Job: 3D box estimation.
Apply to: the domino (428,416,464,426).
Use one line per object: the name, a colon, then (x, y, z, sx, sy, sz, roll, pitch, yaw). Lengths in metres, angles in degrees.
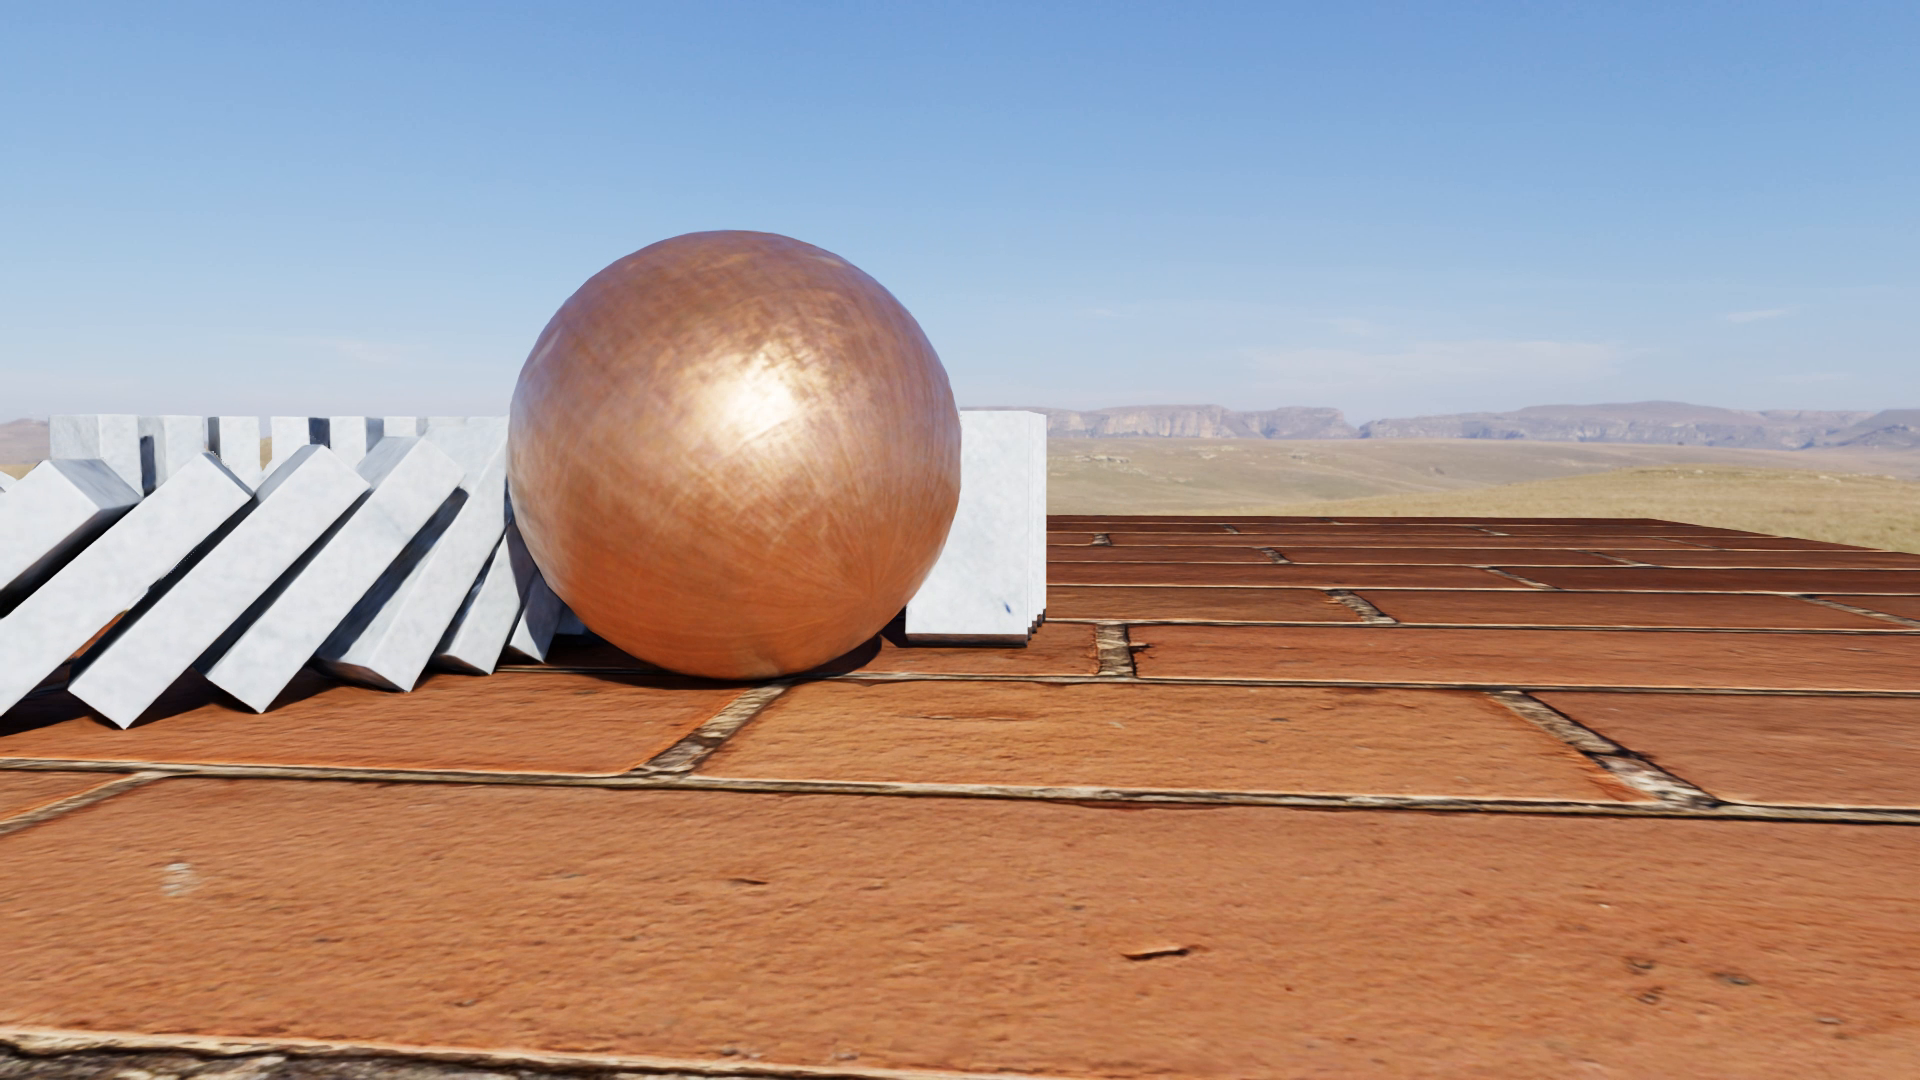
domino: (-0.138, -0.010, 0.368, 0.009, 0.050, 0.025, 2, 5, 25)

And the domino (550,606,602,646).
domino: (-0.087, -0.003, 0.276, 0.025, 0.050, 0.010, 1, -19, 10)

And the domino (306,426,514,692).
domino: (-0.099, 0.002, 0.234, 0.025, 0.050, 0.009, 3, -31, 33)

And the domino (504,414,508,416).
domino: (-0.111, -0.008, 0.347, 0.025, 0.050, 0.009, -4, 6, -43)

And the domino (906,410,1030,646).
domino: (0.002, -0.003, 0.275, 0.025, 0.050, 0.010, 0, -19, 4)

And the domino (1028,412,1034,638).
domino: (0.004, -0.004, 0.285, 0.025, 0.050, 0.009, 0, -19, 4)

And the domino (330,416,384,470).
domino: (-0.172, -0.010, 0.373, 0.009, 0.050, 0.025, 0, 4, -3)

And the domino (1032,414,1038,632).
domino: (0.005, -0.004, 0.296, 0.025, 0.050, 0.010, 0, -19, 3)

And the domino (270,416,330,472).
domino: (-0.189, -0.010, 0.370, 0.010, 0.050, 0.025, -1, 4, -14)

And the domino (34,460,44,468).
domino: (-0.287, -0.009, 0.432, 0.050, 0.010, 0.025, 41, -20, -31)

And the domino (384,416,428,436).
domino: (-0.155, -0.010, 0.372, 0.009, 0.050, 0.025, 1, 4, 8)

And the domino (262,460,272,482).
domino: (-0.227, -0.011, 0.467, 0.050, 0.009, 0.025, 36, -4, -12)

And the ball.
ball: (-0.039, -0.015, 0.230, 0.080, 0.080, 0.080, 0, 4, 0)

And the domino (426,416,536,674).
domino: (-0.093, 0.000, 0.249, 0.025, 0.050, 0.010, 2, -25, 30)

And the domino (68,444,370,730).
domino: (-0.120, 0.006, 0.208, 0.009, 0.050, 0.025, 48, -22, -27)

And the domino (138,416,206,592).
domino: (-0.217, -0.009, 0.351, 0.025, 0.050, 0.010, 3, 5, 35)

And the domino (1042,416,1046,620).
domino: (0.009, -0.006, 0.316, 0.025, 0.050, 0.010, 0, -19, 3)

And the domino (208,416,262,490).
domino: (-0.205, -0.010, 0.364, 0.010, 0.050, 0.025, -3, 5, -37)

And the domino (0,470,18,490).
domino: (-0.299, -0.008, 0.419, 0.025, 0.010, 0.050, 4, -31, 46)

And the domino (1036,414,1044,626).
domino: (0.007, -0.005, 0.306, 0.025, 0.050, 0.010, 0, -19, 3)

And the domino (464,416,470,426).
domino: (-0.124, -0.009, 0.358, 0.010, 0.050, 0.025, 3, 5, 38)

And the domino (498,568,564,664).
domino: (-0.089, -0.001, 0.260, 0.025, 0.050, 0.010, 2, -25, 25)

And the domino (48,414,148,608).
domino: (-0.226, -0.008, 0.336, 0.025, 0.050, 0.009, 2, 5, 30)

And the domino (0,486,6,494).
domino: (-0.163, 0.009, 0.181, 0.050, 0.010, 0.025, -41, 10, -5)

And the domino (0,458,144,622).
domino: (-0.147, 0.008, 0.189, 0.050, 0.010, 0.025, -44, 16, -11)

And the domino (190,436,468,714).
domino: (-0.108, 0.004, 0.219, 0.025, 0.050, 0.010, 5, -35, 51)

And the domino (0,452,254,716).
domino: (-0.133, 0.007, 0.198, 0.050, 0.010, 0.025, -48, 23, -17)
